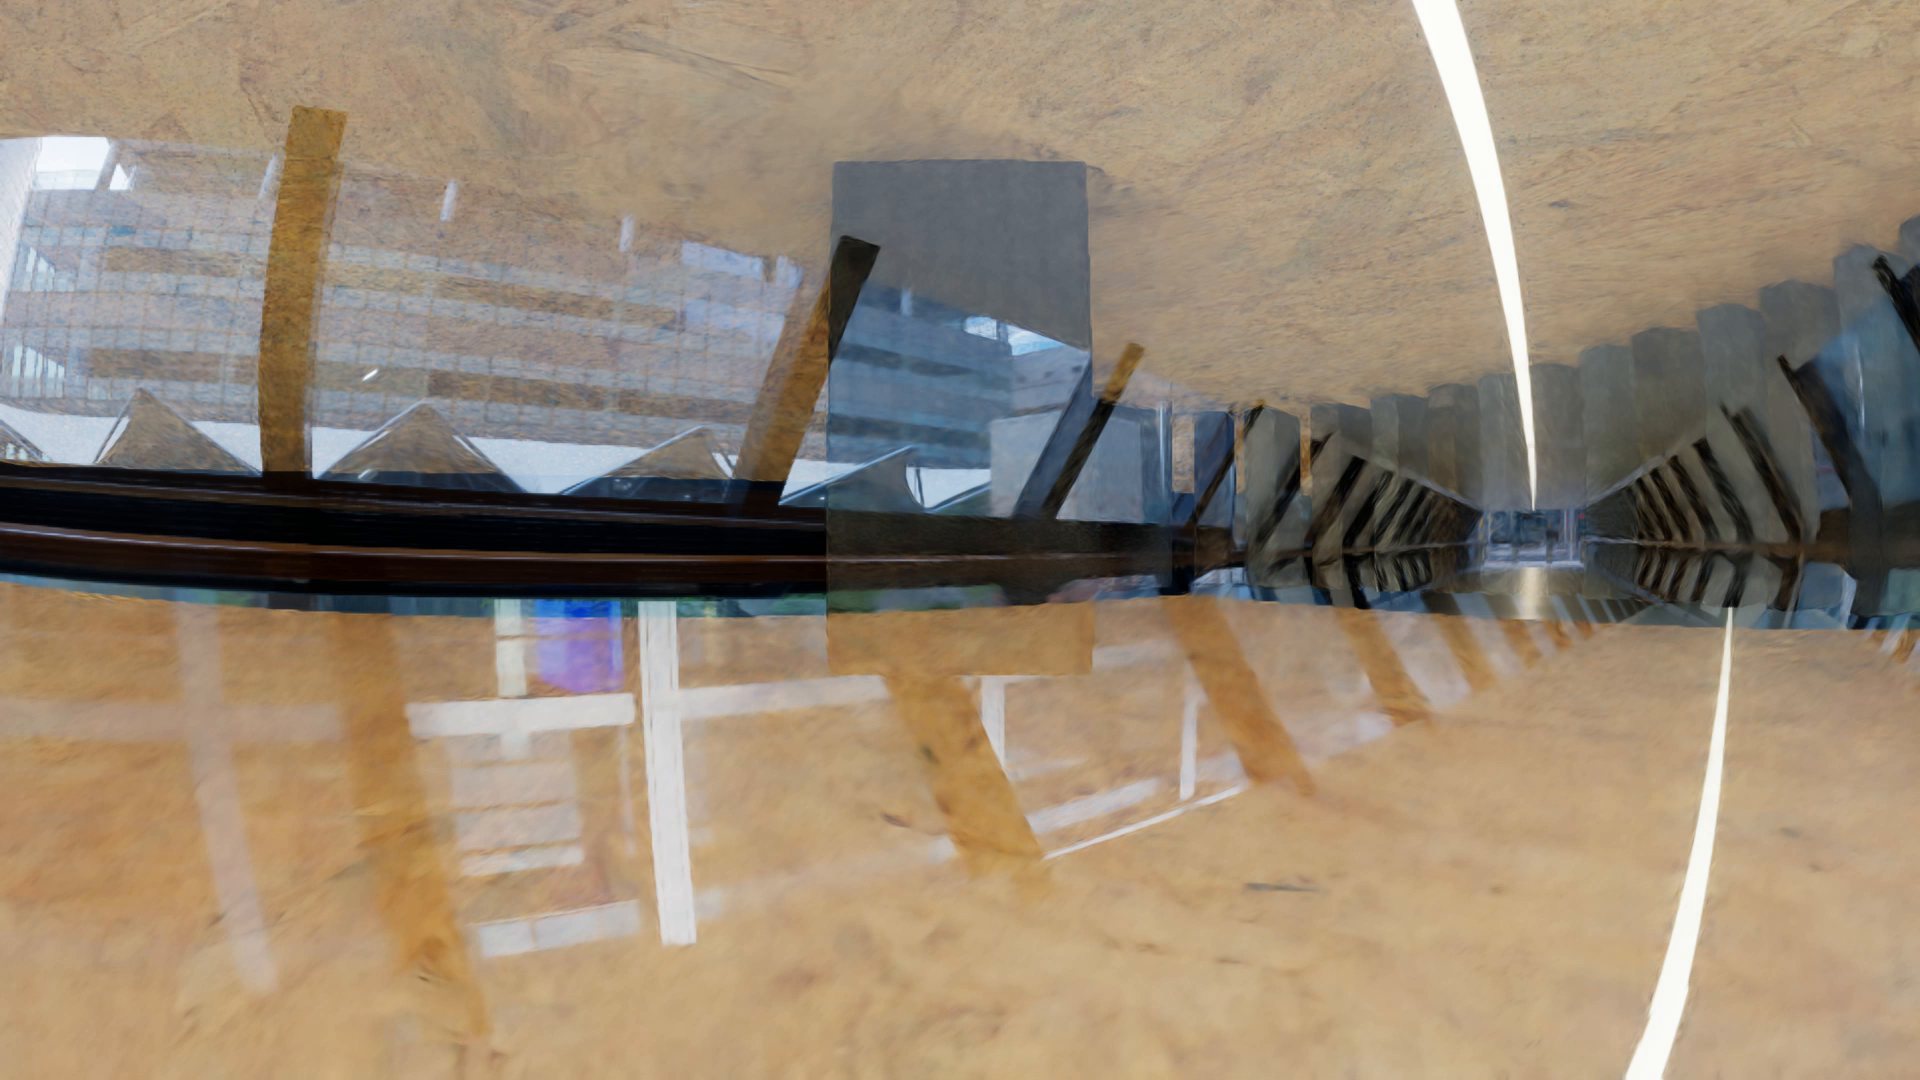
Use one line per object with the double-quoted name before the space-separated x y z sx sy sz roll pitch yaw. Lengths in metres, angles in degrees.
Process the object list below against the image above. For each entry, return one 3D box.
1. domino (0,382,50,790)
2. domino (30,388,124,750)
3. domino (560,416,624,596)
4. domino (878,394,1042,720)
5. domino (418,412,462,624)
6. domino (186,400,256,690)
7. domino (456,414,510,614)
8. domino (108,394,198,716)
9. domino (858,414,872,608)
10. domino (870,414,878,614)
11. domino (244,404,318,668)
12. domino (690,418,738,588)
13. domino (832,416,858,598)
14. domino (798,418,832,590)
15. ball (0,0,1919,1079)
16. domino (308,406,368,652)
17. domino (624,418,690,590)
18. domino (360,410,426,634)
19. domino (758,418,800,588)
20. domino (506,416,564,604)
"domino" -0.130 0.006 0.158 0.025 0.050 0.009 -1 4 -14
"domino" -0.134 0.004 0.180 0.025 0.050 0.009 -1 4 -10
"domino" -0.108 -0.010 0.369 0.025 0.050 0.010 4 6 41
"domino" 0.000 0.002 0.201 0.025 0.050 0.009 0 4 0
"domino" -0.134 -0.005 0.307 0.025 0.050 0.009 1 4 12
"domino" -0.139 0.001 0.224 0.025 0.050 0.010 0 4 -3
"domino" -0.129 -0.007 0.327 0.025 0.050 0.009 1 4 17
"domino" -0.137 0.002 0.204 0.025 0.050 0.010 0 4 -6
"domino" -0.014 -0.008 0.341 0.025 0.050 0.010 -1 5 -19
"domino" -0.009 -0.007 0.326 0.025 0.050 0.010 -1 4 -14
"domino" -0.140 -0.001 0.248 0.025 0.050 0.009 0 4 1
"domino" -0.075 -0.012 0.393 0.009 0.050 0.025 -2 5 -21
"domino" -0.023 -0.010 0.362 0.025 0.050 0.009 -2 5 -27
"domino" -0.035 -0.011 0.381 0.025 0.050 0.009 -4 6 -39
"ball" 0.000 -0.002 0.056 0.080 0.080 0.080 0 4 0
"domino" -0.139 -0.002 0.267 0.025 0.050 0.009 0 4 4
"domino" -0.091 -0.011 0.384 0.009 0.050 0.025 -3 5 -36
"domino" -0.137 -0.004 0.292 0.025 0.050 0.009 1 4 8
"domino" -0.052 -0.012 0.393 0.009 0.050 0.025 1 4 17
"domino" -0.121 -0.009 0.348 0.025 0.050 0.010 2 5 24
